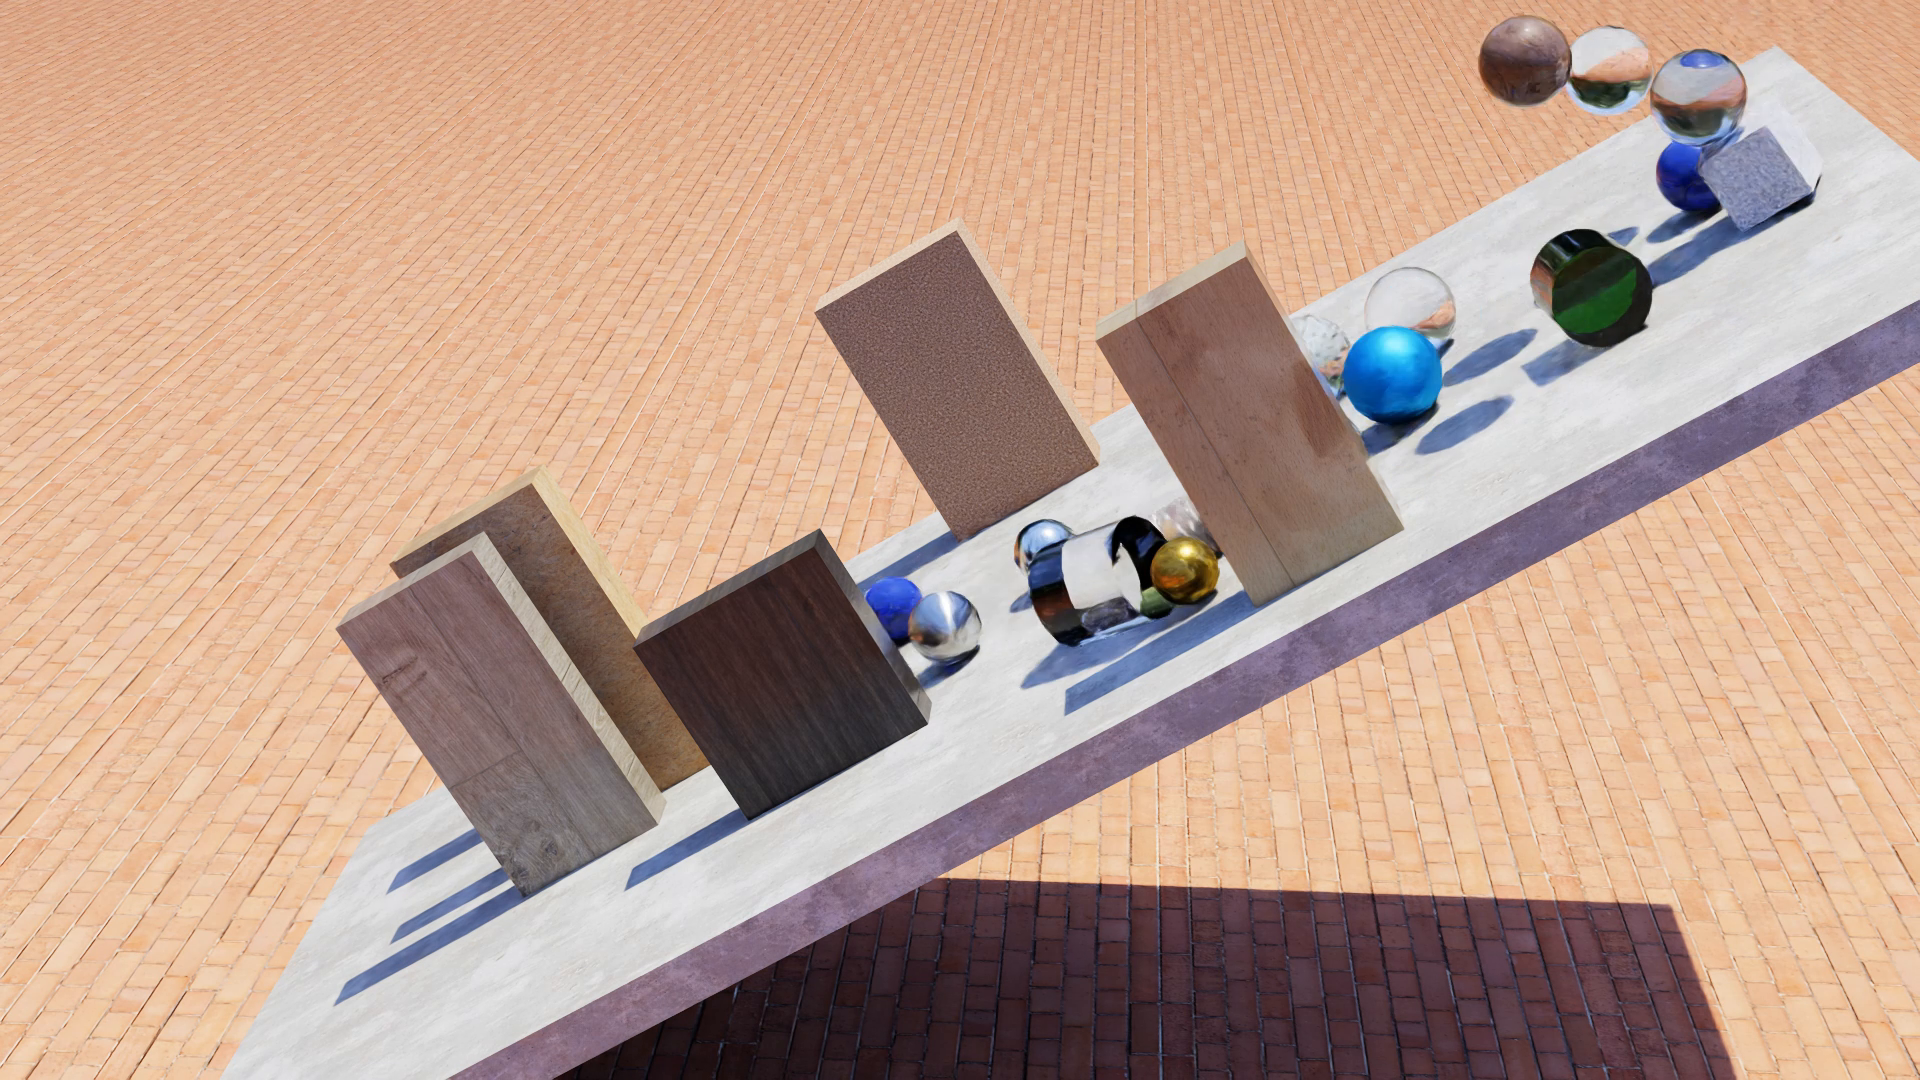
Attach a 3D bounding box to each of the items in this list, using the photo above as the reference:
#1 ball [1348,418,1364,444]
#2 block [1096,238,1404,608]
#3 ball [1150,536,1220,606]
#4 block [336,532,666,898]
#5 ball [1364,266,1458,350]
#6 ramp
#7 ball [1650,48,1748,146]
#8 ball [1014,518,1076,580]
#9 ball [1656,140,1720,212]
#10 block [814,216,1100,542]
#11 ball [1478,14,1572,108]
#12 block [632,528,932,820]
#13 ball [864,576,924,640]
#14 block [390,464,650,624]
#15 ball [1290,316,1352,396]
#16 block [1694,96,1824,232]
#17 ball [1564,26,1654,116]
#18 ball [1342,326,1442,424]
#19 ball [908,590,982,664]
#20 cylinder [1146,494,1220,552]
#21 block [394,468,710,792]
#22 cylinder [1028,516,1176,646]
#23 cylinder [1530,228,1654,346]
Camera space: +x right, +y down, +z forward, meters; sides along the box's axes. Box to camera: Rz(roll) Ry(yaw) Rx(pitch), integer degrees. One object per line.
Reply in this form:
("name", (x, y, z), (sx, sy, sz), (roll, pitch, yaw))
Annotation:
("ball", (0.699, -0.172, 5.714), (0.171, 0.171, 0.171), (0, 19, 0))
("block", (0.528, -0.209, 5.358), (0.308, 0.587, 0.136), (-29, 15, 12))
("ball", (0.428, 0.059, 5.596), (0.131, 0.131, 0.131), (0, 19, 0))
("block", (-0.972, 0.377, 6.268), (0.349, 0.715, 0.122), (-29, 15, 12))
("ball", (0.943, -0.475, 6.159), (0.194, 0.194, 0.194), (0, 19, 0))
("ramp", (0.142, 0.168, 6.287), (4.000, 0.100, 2.000), (-29, 15, 12))
("ball", (1.436, -0.859, 5.716), (0.187, 0.187, 0.187), (0, 19, 0))
("ball", (0.182, 0.026, 6.189), (0.140, 0.140, 0.140), (0, 19, 0))
("ball", (1.495, -0.747, 5.985), (0.157, 0.157, 0.157), (0, 19, 0))
("block", (-0.001, -0.371, 6.857), (0.383, 0.646, 0.146), (-29, 15, 12))
("ball", (1.108, -0.938, 5.770), (0.181, 0.181, 0.181), (0, 19, 0))
("block", (-0.353, 0.272, 5.903), (0.427, 0.433, 0.115), (-29, 15, 12))
("ball", (-0.145, 0.149, 6.458), (0.140, 0.140, 0.140), (0, 19, 0))
("block", (-0.959, 0.216, 6.840), (0.400, 0.678, 0.134), (-29, 15, 12))
("ball", (0.743, -0.382, 6.265), (0.193, 0.193, 0.193), (0, 19, 0))
("block", (1.564, -0.735, 5.753), (0.162, 0.162, 0.162), (-32, 12, 34))
("ball", (1.305, -0.945, 5.926), (0.181, 0.181, 0.181), (0, 19, 0))
("ball", (0.859, -0.327, 5.840), (0.197, 0.197, 0.197), (0, 19, 0))
("ball", (-0.031, 0.181, 6.095), (0.153, 0.153, 0.153), (0, 19, 0))
("cylinder", (0.452, -0.021, 5.809), (0.130, 0.130, 0.130), (-31, 19, 5))
("block", (-0.871, 0.250, 6.430), (0.360, 0.739, 0.102), (-29, 15, 12))
("cylinder", (0.278, 0.081, 5.681), (0.207, 0.207, 0.207), (-20, 4, 38))
("cylinder", (1.210, -0.485, 5.641), (0.193, 0.193, 0.193), (0, 16, -1))
